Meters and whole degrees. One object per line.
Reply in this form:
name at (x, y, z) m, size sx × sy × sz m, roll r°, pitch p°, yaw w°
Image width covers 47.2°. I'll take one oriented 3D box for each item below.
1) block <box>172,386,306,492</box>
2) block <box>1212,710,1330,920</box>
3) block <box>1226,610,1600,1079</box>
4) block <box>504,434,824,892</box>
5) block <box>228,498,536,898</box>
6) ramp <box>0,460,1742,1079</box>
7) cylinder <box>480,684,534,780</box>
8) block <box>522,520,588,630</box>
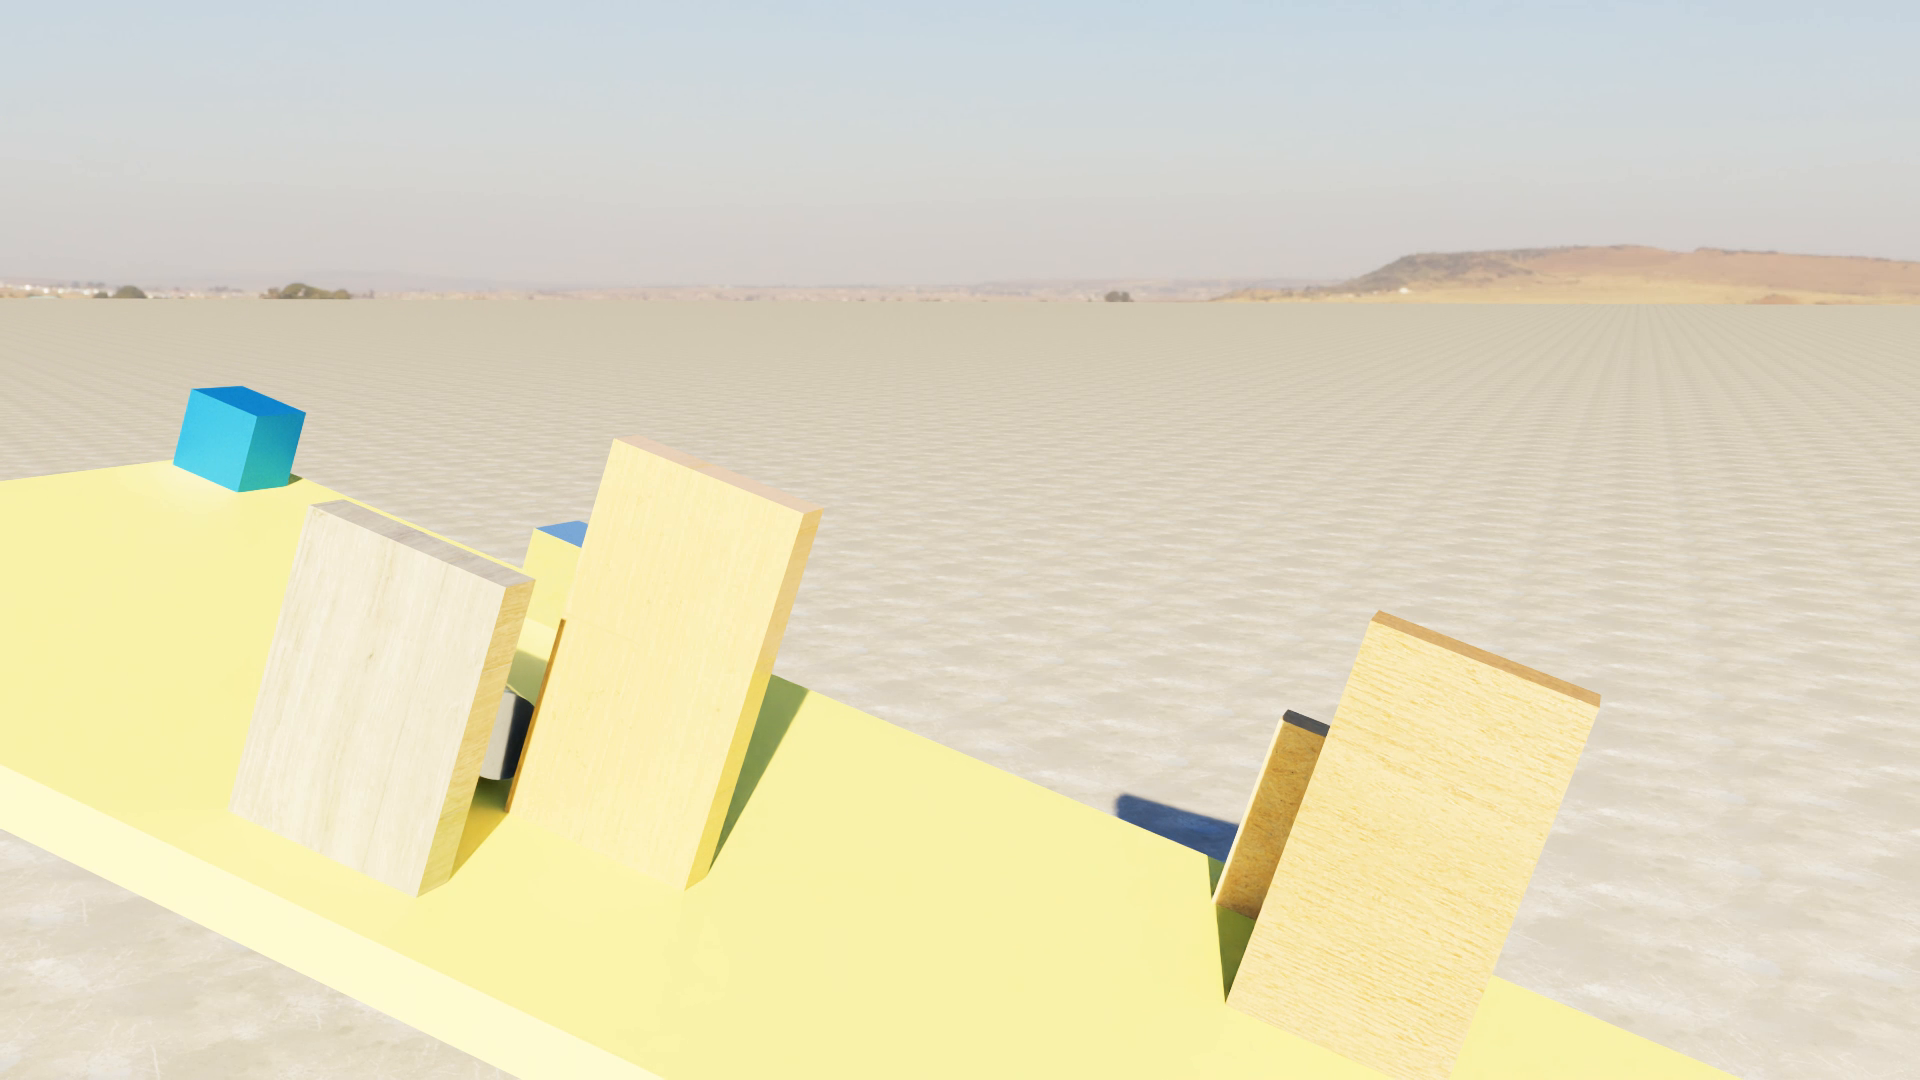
block at (-1.763, -0.249, 5.383) m, size 0.195 × 0.195 × 0.195 m, roll 22°, pitch 12°, yaw 15°
block at (0.776, 0.629, 4.679) m, size 0.340 × 0.429 × 0.117 m, roll 21°, pitch 12°, yaw 14°
block at (0.839, 0.583, 4.101) m, size 0.429 × 0.794 × 0.130 m, roll 21°, pitch 12°, yaw 14°
block at (-0.529, 0.216, 3.890) m, size 0.371 × 0.715 × 0.098 m, roll 21°, pitch 12°, yaw 14°
block at (-0.936, 0.253, 3.547) m, size 0.366 × 0.537 × 0.099 m, roll 21°, pitch 12°, yaw 14°
ramp at (-0.346, 0.643, 4.219) m, size 4.000 × 0.100 × 2.000 m, roll 21°, pitch 12°, yaw 14°
cylinder at (-0.863, 0.348, 4.066) m, size 0.160 × 0.160 × 0.160 m, roll -3°, pitch 7°, yaw -22°
block at (-0.884, 0.094, 5.137) m, size 0.205 × 0.205 × 0.205 m, roll 22°, pitch 12°, yaw 16°
